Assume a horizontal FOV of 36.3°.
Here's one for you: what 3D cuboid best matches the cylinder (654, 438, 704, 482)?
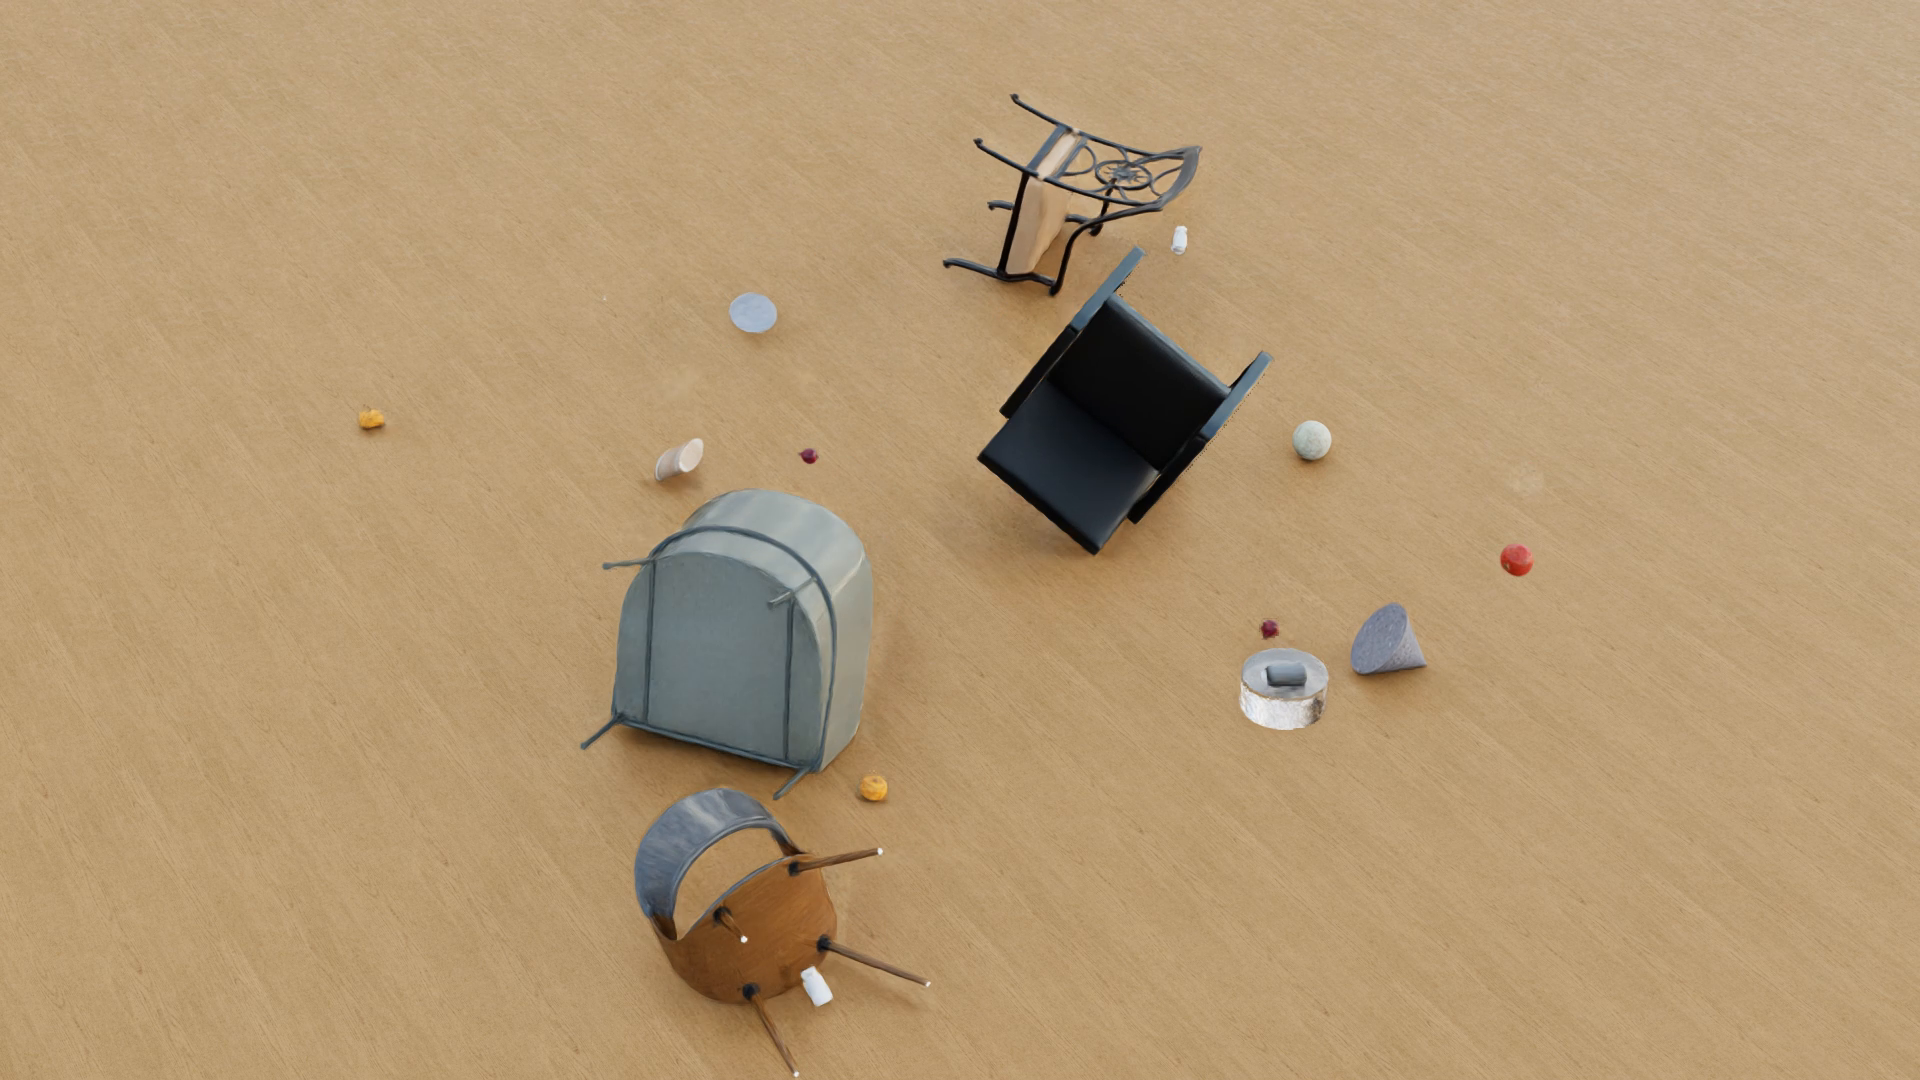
[{"bbox_3d":[-1.078,-0.307,11.258,0.151,0.083,0.176,-19,30,42],"label":"cylinder"}]

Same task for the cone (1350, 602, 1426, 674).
[{"bbox_3d":[1.547,0.390,10.241,0.219,0.314,0.273,28,70,-20],"label":"cone"}]

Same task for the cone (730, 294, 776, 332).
[{"bbox_3d":[-0.850,-0.979,12.241,0.208,0.193,0.117,-32,25,31],"label":"cone"}]

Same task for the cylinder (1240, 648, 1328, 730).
[{"bbox_3d":[1.111,0.509,10.054,0.295,0.129,0.300,10,35,14],"label":"cylinder"}]

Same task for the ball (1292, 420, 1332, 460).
[{"bbox_3d":[1.366,-0.388,11.394,0.153,0.153,0.153,0,33,0],"label":"ball"}]
